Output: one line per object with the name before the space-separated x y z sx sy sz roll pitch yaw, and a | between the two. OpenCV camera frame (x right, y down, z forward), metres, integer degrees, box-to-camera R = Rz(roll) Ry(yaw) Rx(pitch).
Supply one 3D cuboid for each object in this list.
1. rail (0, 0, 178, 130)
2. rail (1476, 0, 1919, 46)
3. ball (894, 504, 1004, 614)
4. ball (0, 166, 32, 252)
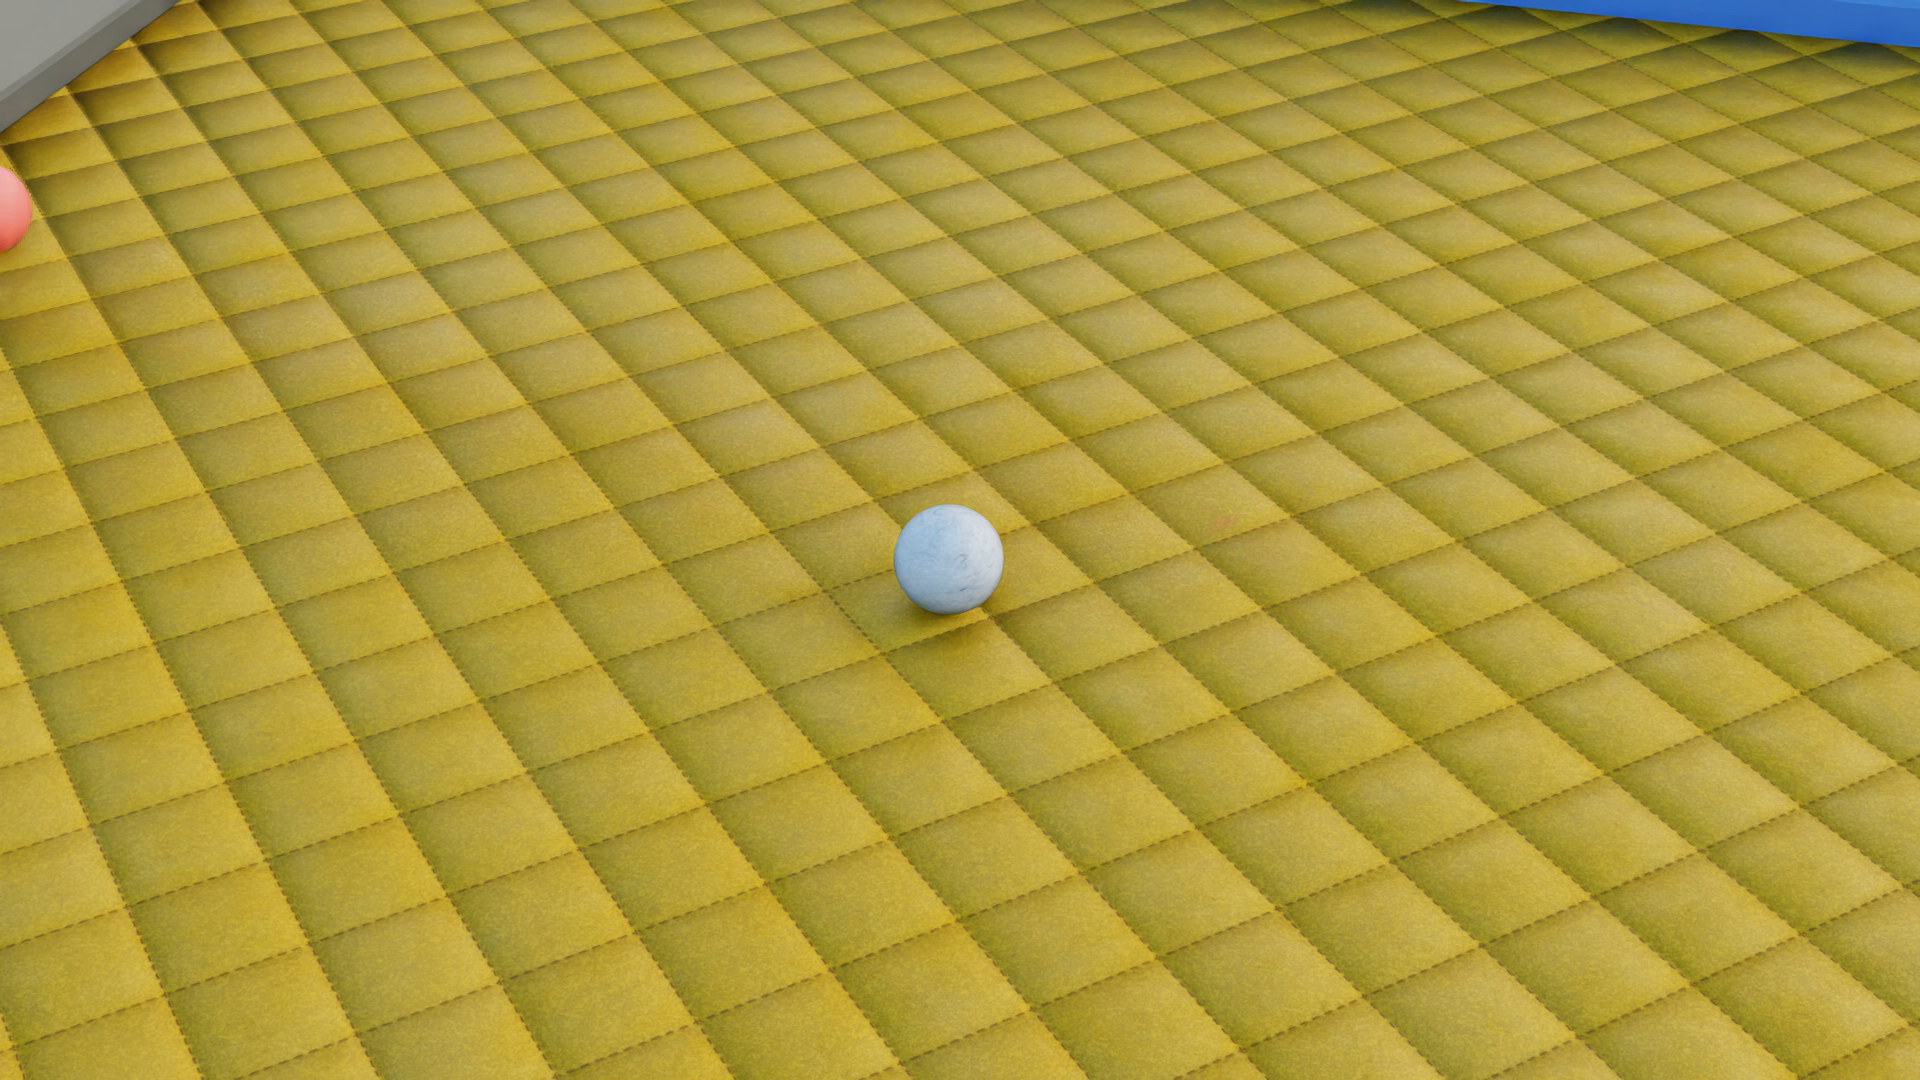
rail | -1.052 -0.179 2.077 0.045 0.123 2.432 9 35 13
rail | 1.391 -0.495 2.543 4.458 0.123 0.045 9 35 13
ball | -0.008 0.014 1.833 0.079 0.079 0.079 0 34 0
ball | -0.872 -0.295 2.286 0.084 0.084 0.084 0 34 0
